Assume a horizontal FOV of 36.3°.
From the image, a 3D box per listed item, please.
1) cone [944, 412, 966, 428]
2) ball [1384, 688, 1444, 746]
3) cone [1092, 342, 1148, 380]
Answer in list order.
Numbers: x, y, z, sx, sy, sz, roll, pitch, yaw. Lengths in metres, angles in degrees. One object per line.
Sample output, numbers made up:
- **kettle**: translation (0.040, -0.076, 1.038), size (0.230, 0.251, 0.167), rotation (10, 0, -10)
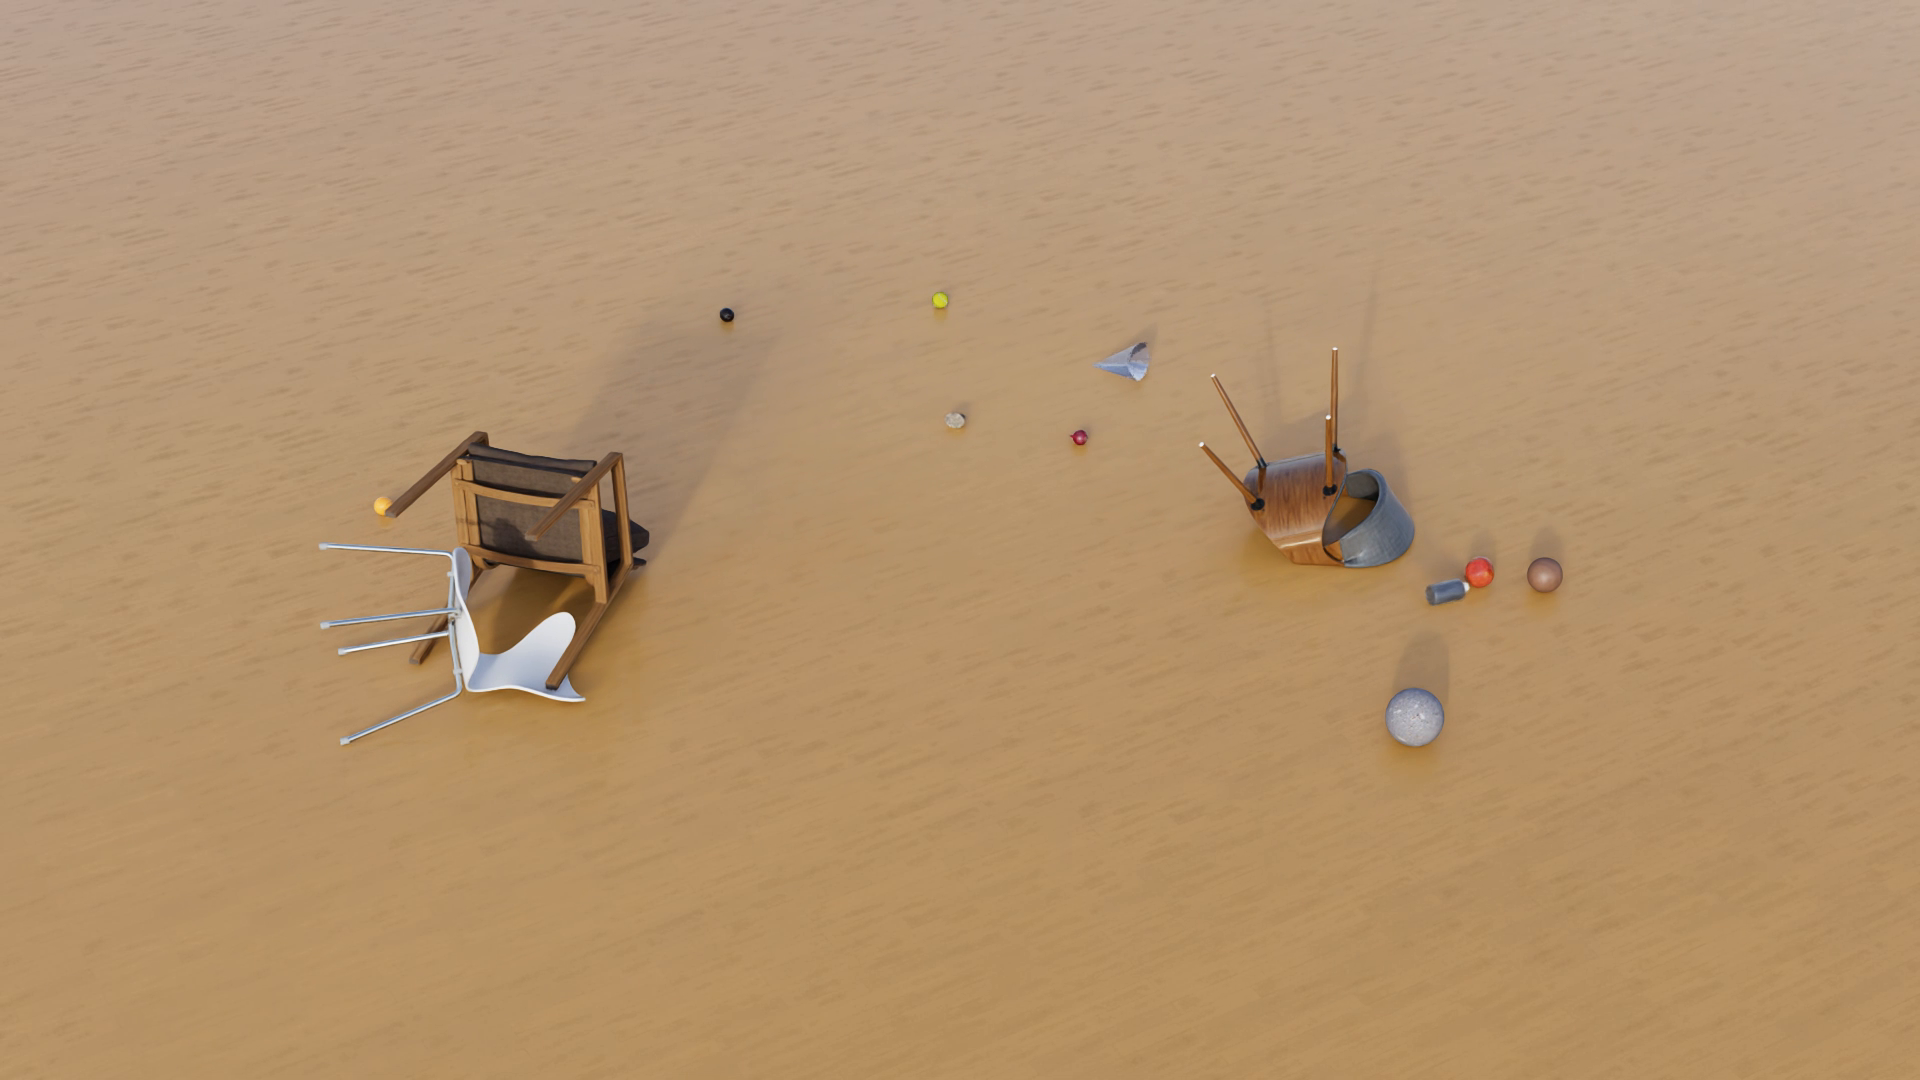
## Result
- **cone**: translation (0.000, -0.486, 11.655), size (0.085, 0.061, 0.103), rotation (8, 17, 23)
- **ball**: translation (1.529, 0.596, 9.860), size (0.198, 0.198, 0.198), rotation (0, 33, 0)
- **cone**: translation (0.635, -0.722, 11.981), size (0.214, 0.135, 0.212), rotation (-3, 30, 29)
